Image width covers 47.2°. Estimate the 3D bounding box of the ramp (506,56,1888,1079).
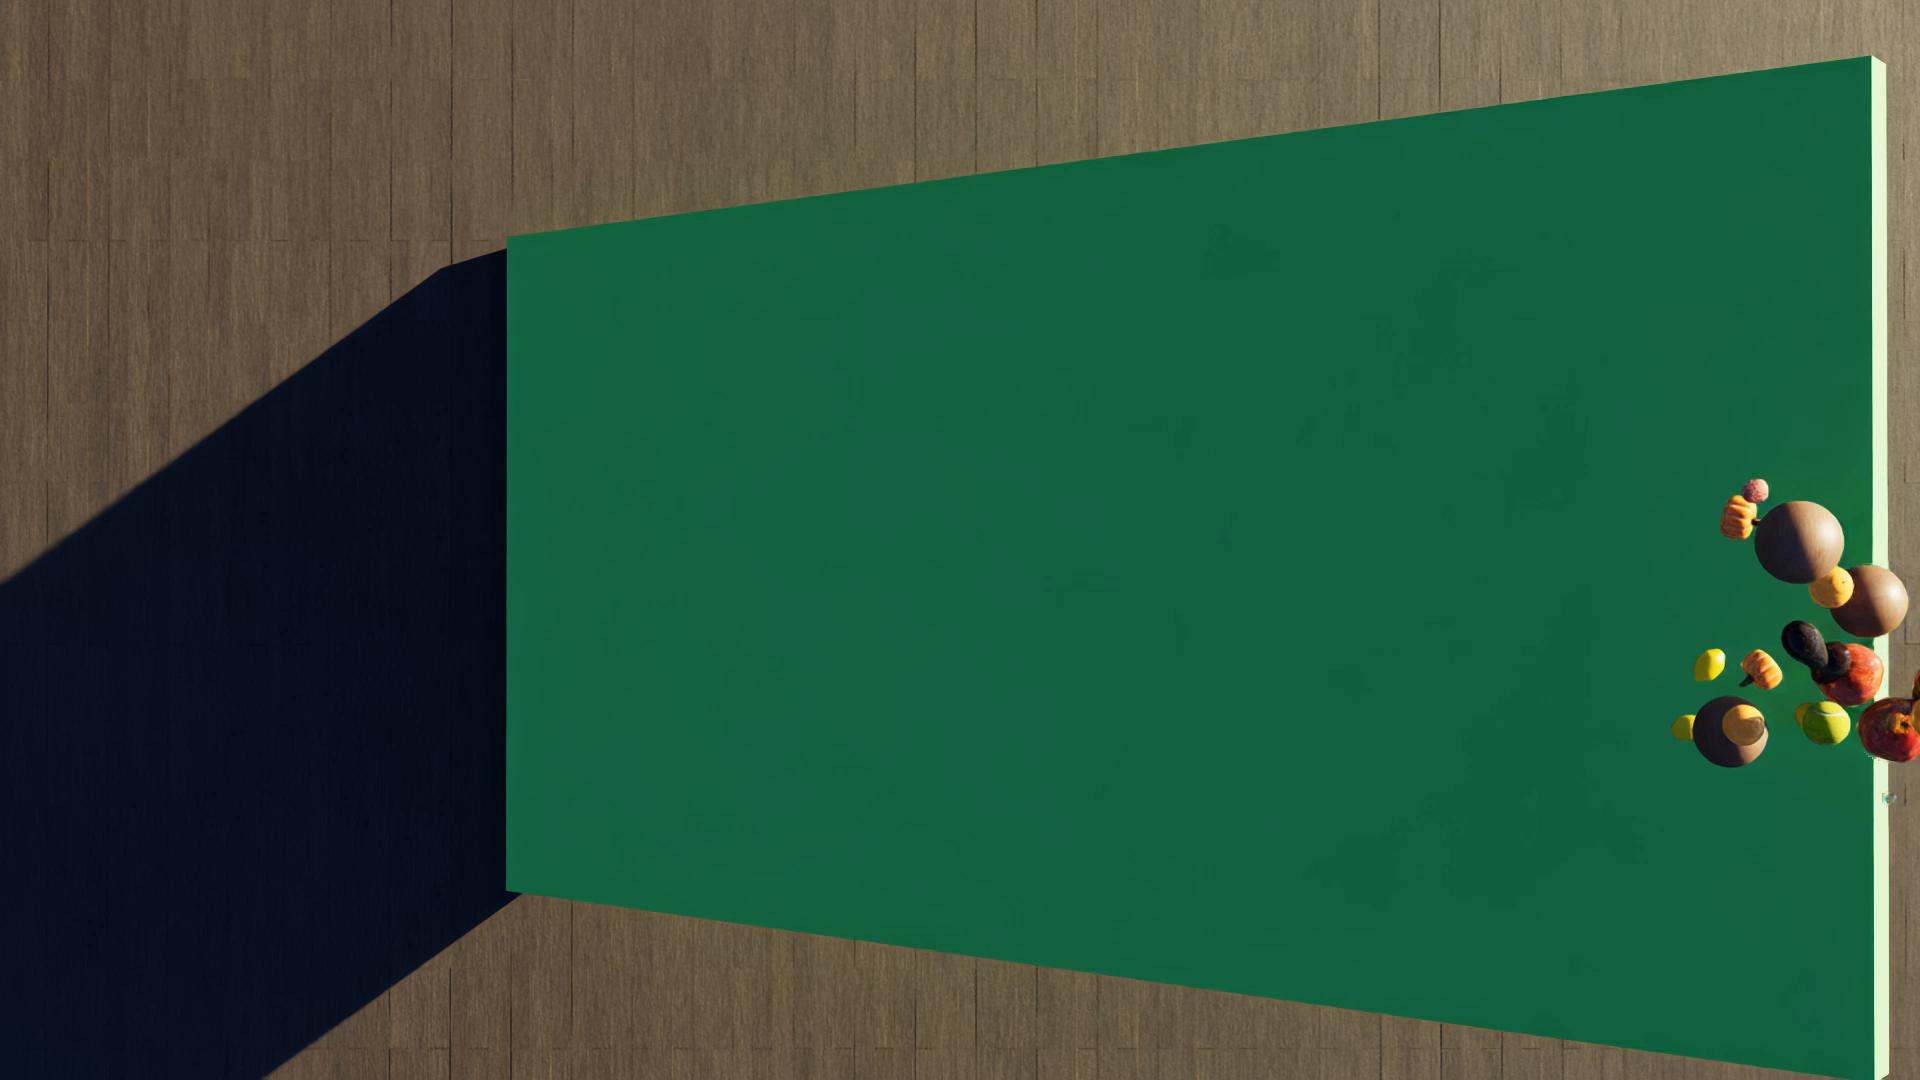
[{"bbox_3d":[0.226,0.064,5.543,4.000,0.100,2.000,0,90,38],"label":"ramp"}]
